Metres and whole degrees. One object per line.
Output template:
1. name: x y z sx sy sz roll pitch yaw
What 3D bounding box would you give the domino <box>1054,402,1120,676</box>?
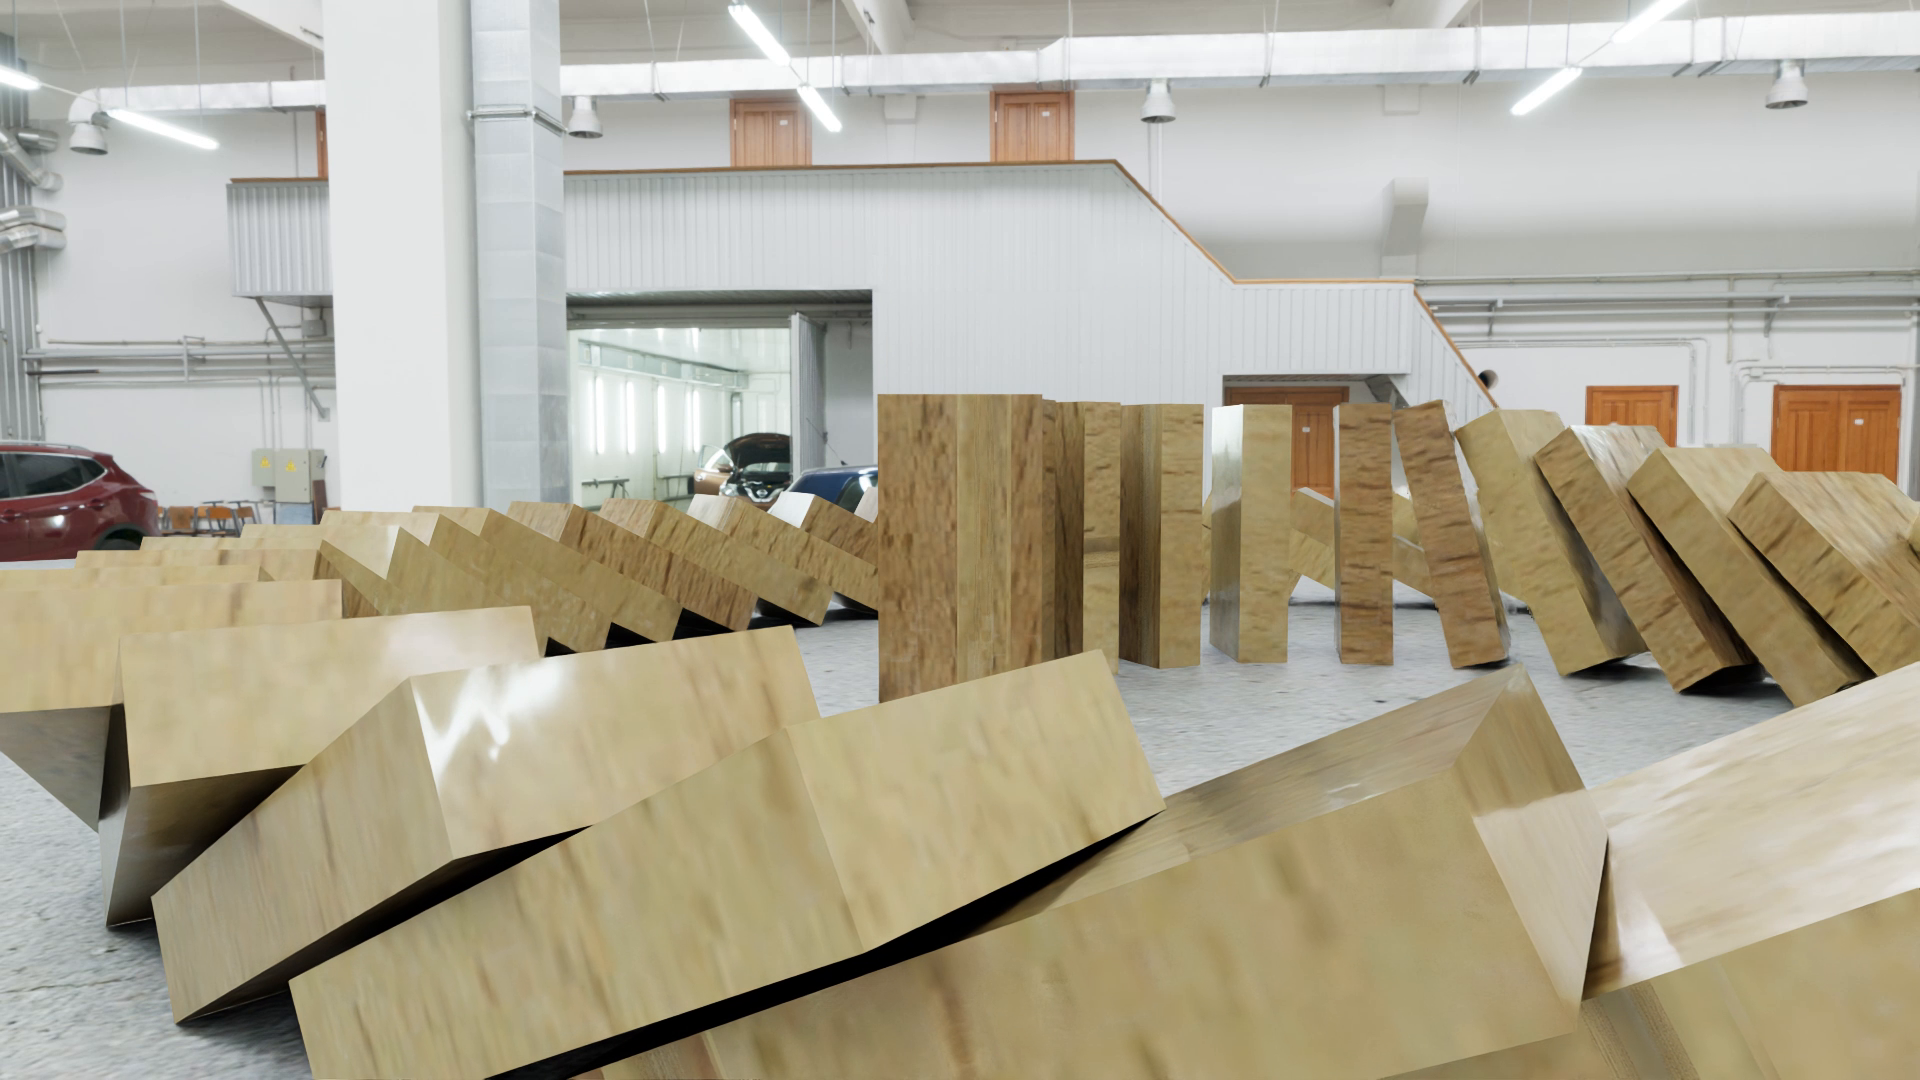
1. domino: 0.017 -0.001 0.241 0.010 0.050 0.025 -4 6 -41

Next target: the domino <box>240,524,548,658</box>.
1. domino: -0.090 0.012 0.209 0.025 0.010 0.050 1 -22 9

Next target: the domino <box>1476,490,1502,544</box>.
1. domino: 0.156 0.003 0.326 0.025 0.009 0.050 -4 32 -47

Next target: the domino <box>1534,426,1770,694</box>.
1. domino: 0.128 0.002 0.233 0.025 0.050 0.009 -2 -32 -28

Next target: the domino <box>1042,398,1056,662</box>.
1. domino: 0.003 0.001 0.223 0.025 0.050 0.009 2 5 21

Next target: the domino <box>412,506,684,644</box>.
1. domino: -0.083 0.008 0.256 0.025 0.009 0.050 3 -21 36

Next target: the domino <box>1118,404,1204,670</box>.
1. domino: 0.036 -0.001 0.254 0.009 0.050 0.025 -2 5 -26

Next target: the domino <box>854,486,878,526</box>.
1. domino: -0.002 0.002 0.337 0.050 0.009 0.025 27 -4 -17

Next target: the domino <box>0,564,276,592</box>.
1. domino: -0.082 0.016 0.141 0.025 0.010 0.050 -1 -22 -9

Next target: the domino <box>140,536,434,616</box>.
1. domino: -0.092 0.013 0.187 0.025 0.010 0.050 1 -22 7

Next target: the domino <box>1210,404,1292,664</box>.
1. domino: 0.058 -0.002 0.260 0.009 0.050 0.025 0 4 -2

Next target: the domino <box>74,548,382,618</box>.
1. domino: -0.086 0.015 0.163 0.025 0.009 0.050 0 -22 -6

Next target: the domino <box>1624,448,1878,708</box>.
1. domino: 0.138 0.005 0.216 0.025 0.010 0.050 -2 49 -20

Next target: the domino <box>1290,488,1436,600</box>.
1. domino: 0.112 0.002 0.342 0.050 0.010 0.025 29 13 16

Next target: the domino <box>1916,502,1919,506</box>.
1. domino: 0.217 0.008 0.256 0.025 0.009 0.050 -2 30 -22

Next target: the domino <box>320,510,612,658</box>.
1. domino: -0.089 0.009 0.233 0.025 0.010 0.050 2 -23 22

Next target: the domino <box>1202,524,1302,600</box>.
1. domino: 0.067 0.001 0.350 0.050 0.009 0.025 27 9 8

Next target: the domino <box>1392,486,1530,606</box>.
1. domino: 0.135 0.002 0.336 0.050 0.009 0.025 33 20 27

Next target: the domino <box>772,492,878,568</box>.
1. domino: -0.022 0.003 0.325 0.050 0.009 0.025 27 -8 -25

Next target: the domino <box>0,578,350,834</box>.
1. domino: -0.070 0.018 0.120 0.025 0.009 0.050 -2 -23 -22

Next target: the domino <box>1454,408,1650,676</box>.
1. domino: 0.115 0.000 0.246 0.025 0.050 0.010 -3 -21 -41

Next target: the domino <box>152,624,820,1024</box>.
1. domino: -0.034 0.021 0.089 0.025 0.009 0.050 -5 -20 -47

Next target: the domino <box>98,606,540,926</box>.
1. domino: -0.053 0.019 0.103 0.025 0.009 0.050 -3 -21 -36

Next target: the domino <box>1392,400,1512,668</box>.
1. domino: 0.097 -0.002 0.253 0.009 0.050 0.025 -14 -2 26

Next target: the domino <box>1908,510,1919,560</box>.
1. domino: 0.153 0.012 0.175 0.025 0.010 0.050 2 38 15

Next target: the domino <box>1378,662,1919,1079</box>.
1. domino: 0.029 0.022 0.062 0.050 0.009 0.025 -27 -4 17

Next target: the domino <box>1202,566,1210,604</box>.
1. domino: 0.043 0.001 0.348 0.050 0.009 0.025 26 4 -1

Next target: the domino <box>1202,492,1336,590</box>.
1. domino: 0.090 0.001 0.348 0.050 0.009 0.025 28 12 15

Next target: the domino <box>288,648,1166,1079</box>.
1. domino: -0.016 0.021 0.076 0.050 0.010 0.025 -30 -14 35

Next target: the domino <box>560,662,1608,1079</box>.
1. domino: 0.006 0.022 0.067 0.050 0.010 0.025 -28 -10 28

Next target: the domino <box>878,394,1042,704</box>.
1. domino: 0.000 0.002 0.201 0.025 0.050 0.009 0 4 0

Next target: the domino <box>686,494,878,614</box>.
1. domino: -0.040 0.004 0.311 0.050 0.009 0.025 28 -12 -31

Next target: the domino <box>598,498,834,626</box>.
1. domino: -0.056 0.005 0.294 0.050 0.010 0.025 30 -17 -38

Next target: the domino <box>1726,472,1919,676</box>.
1. domino: 0.146 0.009 0.197 0.025 0.010 0.050 0 41 -13

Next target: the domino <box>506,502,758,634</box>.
1. domino: -0.071 0.006 0.276 0.025 0.009 0.050 3 -21 43

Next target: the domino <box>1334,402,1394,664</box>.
1. domino: 0.081 -0.002 0.258 0.009 0.050 0.025 -1 4 14
